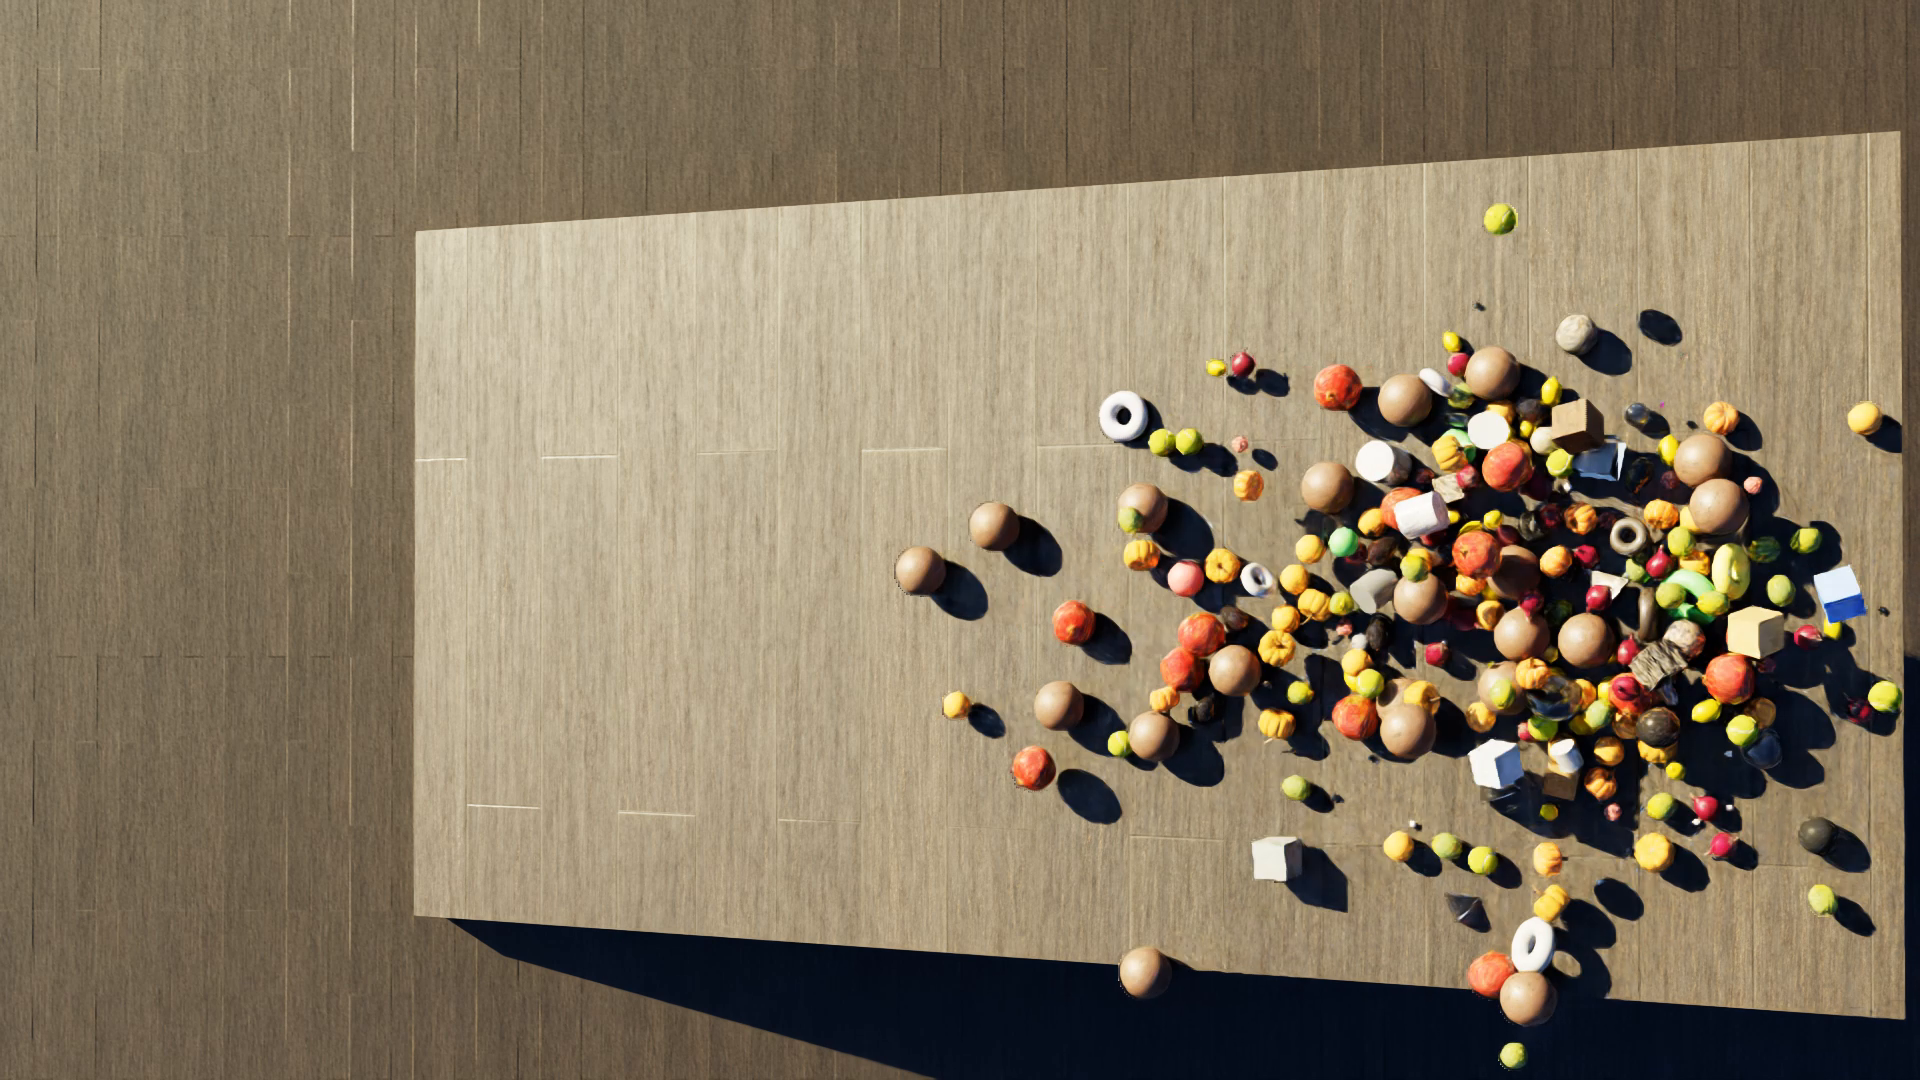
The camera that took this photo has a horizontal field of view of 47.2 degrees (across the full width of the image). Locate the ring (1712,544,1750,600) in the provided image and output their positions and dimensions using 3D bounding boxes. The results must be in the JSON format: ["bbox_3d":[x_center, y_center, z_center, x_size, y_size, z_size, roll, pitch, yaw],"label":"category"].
[{"bbox_3d":[1.764,0.072,5.028,0.131,0.044,0.131,1,88,-44],"label":"ring"}]

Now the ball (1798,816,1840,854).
[{"bbox_3d":[1.940,0.668,4.968,0.087,0.087,0.087,0,89,0],"label":"ball"}]

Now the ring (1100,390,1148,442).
[{"bbox_3d":[0.419,-0.316,5.611,0.130,0.043,0.130,0,90,23],"label":"ring"}]

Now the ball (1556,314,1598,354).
[{"bbox_3d":[1.452,-0.483,5.173,0.096,0.096,0.096,0,89,0],"label":"ball"}]

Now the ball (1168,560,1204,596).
[{"bbox_3d":[0.568,0.097,5.520,0.092,0.092,0.092,0,89,0],"label":"ball"}]

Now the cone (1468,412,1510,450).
[{"bbox_3d":[1.254,-0.242,5.243,0.097,0.097,0.097,-2,70,6],"label":"cone"}]

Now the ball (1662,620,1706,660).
[{"bbox_3d":[1.662,0.230,5.045,0.094,0.094,0.094,0,89,0],"label":"ball"}]

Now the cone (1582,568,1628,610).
[{"bbox_3d":[1.492,0.096,5.140,0.096,0.096,0.096,42,89,9],"label":"cone"}]

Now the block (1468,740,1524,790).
[{"bbox_3d":[1.240,0.518,5.083,0.079,0.079,0.079,-24,106,-29],"label":"block"}]

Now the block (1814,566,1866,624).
[{"bbox_3d":[1.918,0.120,4.794,0.079,0.079,0.079,-19,46,17],"label":"block"}]

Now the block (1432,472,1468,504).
[{"bbox_3d":[1.179,-0.123,5.294,0.064,0.064,0.064,-19,82,20],"label":"block"}]

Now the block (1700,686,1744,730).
[{"bbox_3d":[1.751,0.387,5.051,0.079,0.079,0.079,15,95,21],"label":"block"}]

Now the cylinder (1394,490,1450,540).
[{"bbox_3d":[1.092,-0.058,5.198,0.094,0.094,0.094,-19,89,32],"label":"cylinder"}]

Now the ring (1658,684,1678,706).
[{"bbox_3d":[1.626,0.334,5.089,0.035,0.106,0.106,-29,89,13],"label":"ring"}]

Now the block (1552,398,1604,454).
[{"bbox_3d":[1.423,-0.261,5.070,0.085,0.085,0.085,32,55,-39],"label":"block"}]

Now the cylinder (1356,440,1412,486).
[{"bbox_3d":[1.026,-0.185,5.323,0.098,0.098,0.098,-6,79,37],"label":"cylinder"}]

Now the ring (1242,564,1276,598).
[{"bbox_3d":[0.736,0.101,5.423,0.096,0.032,0.096,16,51,-20],"label":"ring"}]

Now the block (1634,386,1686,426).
[{"bbox_3d":[1.617,-0.309,5.086,0.091,0.091,0.091,1,91,1],"label":"block"}]

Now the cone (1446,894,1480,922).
[{"bbox_3d":[1.216,0.870,5.283,0.072,0.072,0.072,-19,89,-6],"label":"cone"}]

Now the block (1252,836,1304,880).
[{"bbox_3d":[0.781,0.782,5.405,0.088,0.088,0.088,-2,93,37],"label":"block"}]

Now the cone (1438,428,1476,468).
[{"bbox_3d":[1.196,-0.222,5.216,0.097,0.097,0.097,1,85,-8],"label":"cone"}]

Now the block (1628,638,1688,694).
[{"bbox_3d":[1.591,0.286,5.011,0.079,0.079,0.079,-21,64,-20],"label":"block"}]

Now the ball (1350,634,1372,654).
[{"bbox_3d":[0.981,0.254,5.375,0.051,0.051,0.051,0,89,0],"label":"ball"}]

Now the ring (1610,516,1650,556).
[{"bbox_3d":[1.546,-0.008,5.081,0.093,0.031,0.093,-7,76,29],"label":"ring"}]

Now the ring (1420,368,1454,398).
[{"bbox_3d":[1.133,-0.374,5.229,0.093,0.093,0.031,39,94,0],"label":"ring"}]

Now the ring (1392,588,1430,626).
[{"bbox_3d":[1.096,0.161,5.341,0.095,0.032,0.095,0,86,0],"label":"ring"}]

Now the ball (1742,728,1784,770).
[{"bbox_3d":[1.830,0.476,5.012,0.092,0.092,0.092,0,89,0],"label":"ball"}]

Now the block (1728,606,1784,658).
[{"bbox_3d":[1.765,0.203,4.875,0.083,0.083,0.083,-16,108,-28],"label":"block"}]

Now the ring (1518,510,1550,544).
[{"bbox_3d":[1.364,-0.032,5.224,0.081,0.027,0.081,1,77,-6],"label":"ring"}]

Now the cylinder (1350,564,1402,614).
[{"bbox_3d":[1.002,0.118,5.305,0.087,0.087,0.087,-34,89,-21],"label":"cylinder"}]

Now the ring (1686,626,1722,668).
[{"bbox_3d":[1.713,0.249,5.090,0.098,0.033,0.098,-4,80,20],"label":"ring"}]

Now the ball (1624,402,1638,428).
[{"bbox_3d":[1.581,-0.293,5.139,0.058,0.058,0.058,0,89,0],"label":"ball"}]

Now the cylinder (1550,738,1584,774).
[{"bbox_3d":[1.413,0.502,5.118,0.057,0.057,0.057,-34,111,0],"label":"cylinder"}]

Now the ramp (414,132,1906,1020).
[{"bbox_3d":[0.283,0.087,5.737,4.000,0.100,2.000,0,89,22],"label":"ramp"}]

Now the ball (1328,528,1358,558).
[{"bbox_3d":[0.924,0.006,5.294,0.072,0.072,0.072,0,89,0],"label":"ball"}]

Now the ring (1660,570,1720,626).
[{"bbox_3d":[1.681,0.135,5.066,0.049,0.147,0.147,-37,89,-35],"label":"ring"}]

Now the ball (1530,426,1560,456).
[{"bbox_3d":[1.388,-0.235,5.208,0.072,0.072,0.072,0,89,0],"label":"ball"}]

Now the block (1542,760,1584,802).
[{"bbox_3d":[1.421,0.567,5.183,0.074,0.074,0.074,12,95,21],"label":"block"}]

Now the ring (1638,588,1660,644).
[{"bbox_3d":[1.594,0.174,5.090,0.044,0.132,0.132,3,89,22],"label":"ring"}]

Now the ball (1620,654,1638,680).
[{"bbox_3d":[1.574,0.298,5.133,0.061,0.061,0.061,0,89,0],"label":"ball"}]

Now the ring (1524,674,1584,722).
[{"bbox_3d":[1.384,0.366,5.119,0.134,0.134,0.045,-12,132,0],"label":"ring"}]

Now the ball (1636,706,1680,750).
[{"bbox_3d":[1.589,0.427,5.003,0.097,0.097,0.097,0,89,0],"label":"ball"}]
